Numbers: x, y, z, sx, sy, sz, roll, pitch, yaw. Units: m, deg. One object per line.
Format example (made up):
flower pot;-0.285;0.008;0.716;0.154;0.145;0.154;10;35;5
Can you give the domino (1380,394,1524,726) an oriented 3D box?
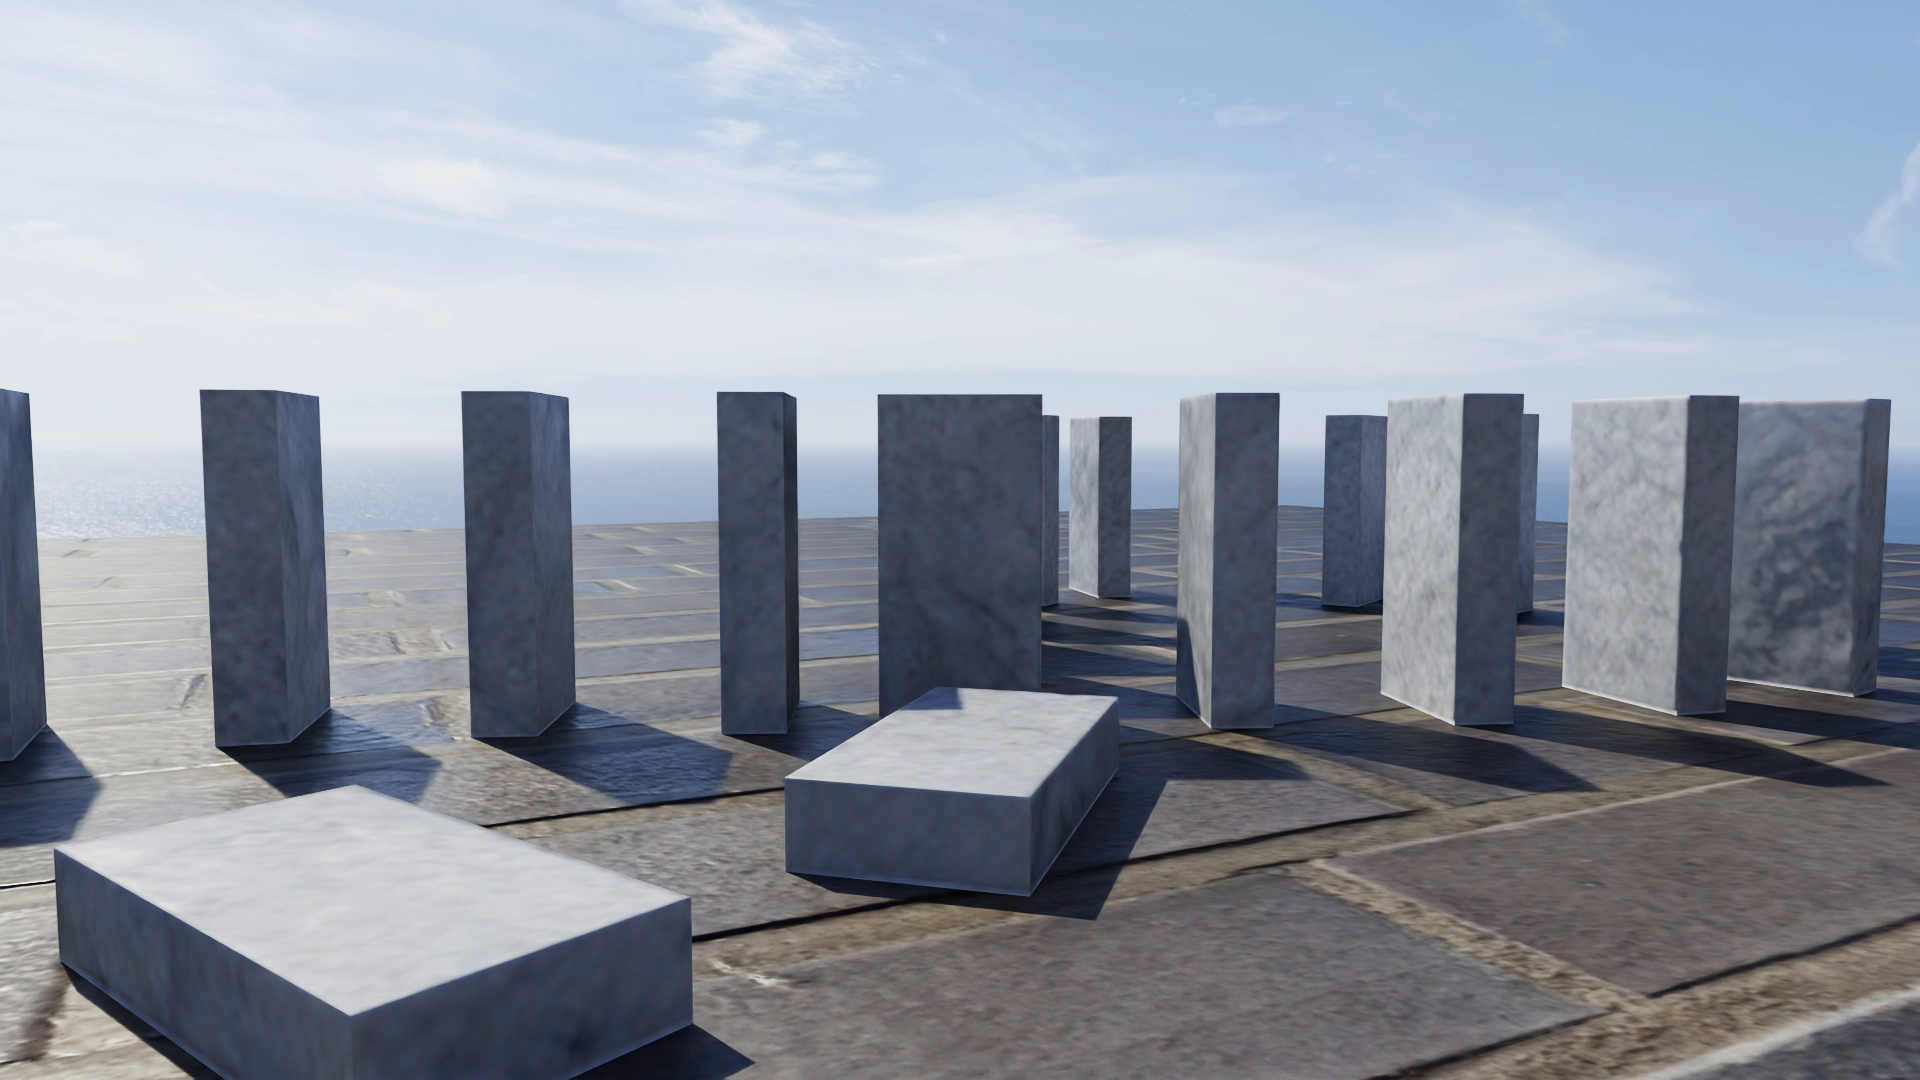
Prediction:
domino;0.078;0.002;0.205;0.009;0.050;0.025;-1;4;-7

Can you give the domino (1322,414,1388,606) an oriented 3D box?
domino;0.107;-0.008;0.346;0.010;0.050;0.025;3;5;36

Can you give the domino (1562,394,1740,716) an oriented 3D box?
domino;0.114;0.002;0.213;0.009;0.050;0.025;-1;4;-16

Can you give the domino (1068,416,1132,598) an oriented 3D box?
domino;0.040;-0.010;0.367;0.009;0.050;0.025;-1;4;-14

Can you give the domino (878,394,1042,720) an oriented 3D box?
domino;0.000;0.002;0.201;0.025;0.050;0.009;0;4;0

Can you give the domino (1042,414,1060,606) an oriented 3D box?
domino;0.013;-0.008;0.344;0.025;0.050;0.010;2;5;26

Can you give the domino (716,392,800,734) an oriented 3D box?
domino;-0.031;0.003;0.199;0.009;0.050;0.025;0;4;-3

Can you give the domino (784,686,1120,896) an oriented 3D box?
domino;0.002;0.027;0.148;0.025;0.009;0.050;1;4;17

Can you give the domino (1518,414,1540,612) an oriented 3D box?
domino;0.134;-0.007;0.322;0.025;0.050;0.010;-4;6;-41

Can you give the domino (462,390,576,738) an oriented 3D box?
domino;-0.067;0.003;0.197;0.009;0.050;0.025;0;4;-4

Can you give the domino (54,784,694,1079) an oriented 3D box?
domino;-0.047;0.030;0.100;0.050;0.009;0.025;3;5;38

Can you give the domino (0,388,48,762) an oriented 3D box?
domino;-0.137;0.004;0.180;0.010;0.050;0.025;-2;5;-27

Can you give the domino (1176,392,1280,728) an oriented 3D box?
domino;0.042;0.002;0.203;0.010;0.050;0.025;0;4;-2

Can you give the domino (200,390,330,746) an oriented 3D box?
domino;-0.103;0.003;0.192;0.010;0.050;0.025;-1;4;-14

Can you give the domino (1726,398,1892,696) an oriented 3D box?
domino;0.147;0.001;0.227;0.009;0.050;0.025;-3;5;-36
